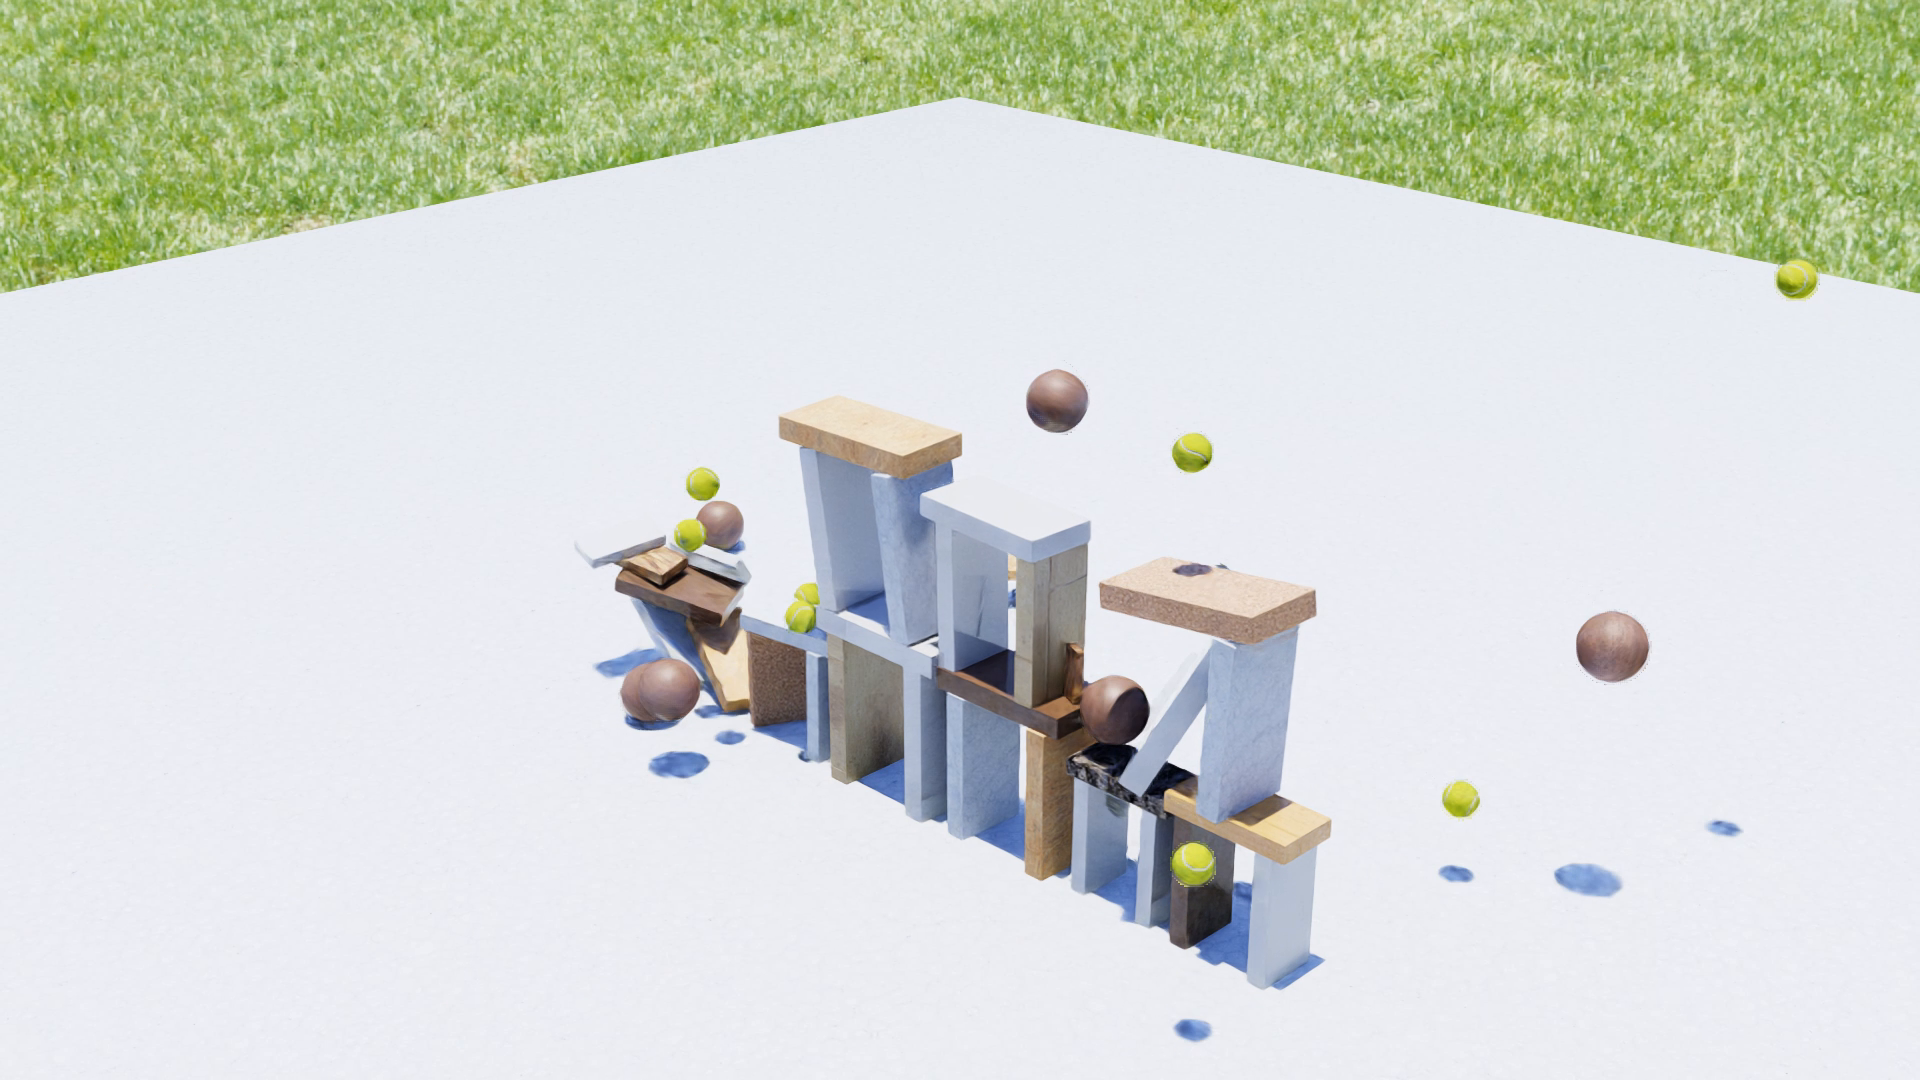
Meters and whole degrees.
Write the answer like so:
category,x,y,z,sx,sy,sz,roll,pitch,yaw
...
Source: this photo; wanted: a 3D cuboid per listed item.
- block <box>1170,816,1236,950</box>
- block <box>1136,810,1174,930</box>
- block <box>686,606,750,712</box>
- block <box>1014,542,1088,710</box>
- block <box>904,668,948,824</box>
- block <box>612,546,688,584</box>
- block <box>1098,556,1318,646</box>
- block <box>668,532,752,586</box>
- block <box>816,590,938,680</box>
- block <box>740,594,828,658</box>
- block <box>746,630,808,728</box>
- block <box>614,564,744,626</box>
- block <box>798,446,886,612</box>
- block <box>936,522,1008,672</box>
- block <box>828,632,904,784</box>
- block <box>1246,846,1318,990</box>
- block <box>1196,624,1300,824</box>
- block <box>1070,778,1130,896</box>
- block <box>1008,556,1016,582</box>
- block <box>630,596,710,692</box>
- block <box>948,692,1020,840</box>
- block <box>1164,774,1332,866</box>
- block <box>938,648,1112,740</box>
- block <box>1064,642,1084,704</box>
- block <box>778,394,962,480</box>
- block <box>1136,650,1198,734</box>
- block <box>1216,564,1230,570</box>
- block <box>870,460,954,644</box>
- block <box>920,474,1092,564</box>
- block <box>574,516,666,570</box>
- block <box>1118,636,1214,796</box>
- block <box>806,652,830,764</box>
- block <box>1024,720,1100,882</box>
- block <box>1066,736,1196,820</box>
category,x,y,z,sx,sy,sz,roll,pitch,yaw
block,0.444,0.600,4.003,0.038,0.267,0.134,21,31,41
block,0.382,0.587,4.065,0.034,0.242,0.121,22,31,40
block,-0.509,0.266,4.935,0.130,0.037,0.259,-8,50,-28
block,0.170,0.149,4.107,0.043,0.304,0.152,21,30,39
block,-0.035,0.386,4.422,0.167,0.335,0.047,-21,31,-41
block,-0.715,0.038,4.957,0.185,0.026,0.092,22,39,26
block,0.427,0.102,3.817,0.173,0.049,0.346,-20,22,-40
block,-0.568,0.045,4.989,0.184,0.092,0.026,19,66,23
block,-0.115,0.179,4.421,0.335,0.047,0.167,21,31,40
block,-0.329,0.180,4.643,0.252,0.036,0.126,16,28,33
block,-0.395,0.278,4.781,0.126,0.252,0.036,-8,23,-18
block,-0.630,0.106,4.947,0.259,0.037,0.130,18,36,10
block,-0.227,-0.044,4.447,0.048,0.338,0.169,9,23,42
block,0.025,0.089,4.248,0.043,0.304,0.152,20,30,41
block,-0.193,0.324,4.567,0.047,0.335,0.167,21,31,41
block,0.570,0.650,3.887,0.134,0.267,0.038,-21,31,-41
block,0.498,0.306,3.812,0.173,0.346,0.049,-20,33,-39
block,0.267,0.542,4.171,0.121,0.242,0.034,-21,31,-41
block,0.070,0.068,5.376,0.208,0.029,0.104,2,19,-6
block,-0.637,0.207,4.998,0.130,0.259,0.037,-21,-12,-41
block,0.047,0.426,4.358,0.156,0.312,0.044,-20,30,-38
block,0.507,0.484,3.886,0.134,0.038,0.267,-21,31,-41
block,0.122,0.288,4.227,0.312,0.044,0.156,21,31,40
block,0.213,0.249,4.126,0.015,0.103,0.051,-4,21,-19
block,-0.179,-0.205,4.329,0.338,0.048,0.169,19,30,38
block,0.416,0.303,4.297,0.015,0.183,0.051,31,10,-37
block,0.511,0.075,4.280,0.051,0.015,0.103,40,21,12
block,-0.075,0.017,4.305,0.169,0.338,0.048,-20,21,-39
block,0.083,-0.042,4.111,0.152,0.043,0.304,-20,30,-38
block,-0.766,0.005,4.954,0.184,0.026,0.092,-20,41,-28
block,0.416,0.276,3.945,0.049,0.374,0.173,33,27,4
block,-0.265,0.335,4.647,0.036,0.252,0.126,22,32,40
block,0.195,0.484,4.220,0.044,0.312,0.156,21,31,41
block,0.327,0.438,4.062,0.121,0.034,0.242,-20,30,-41
